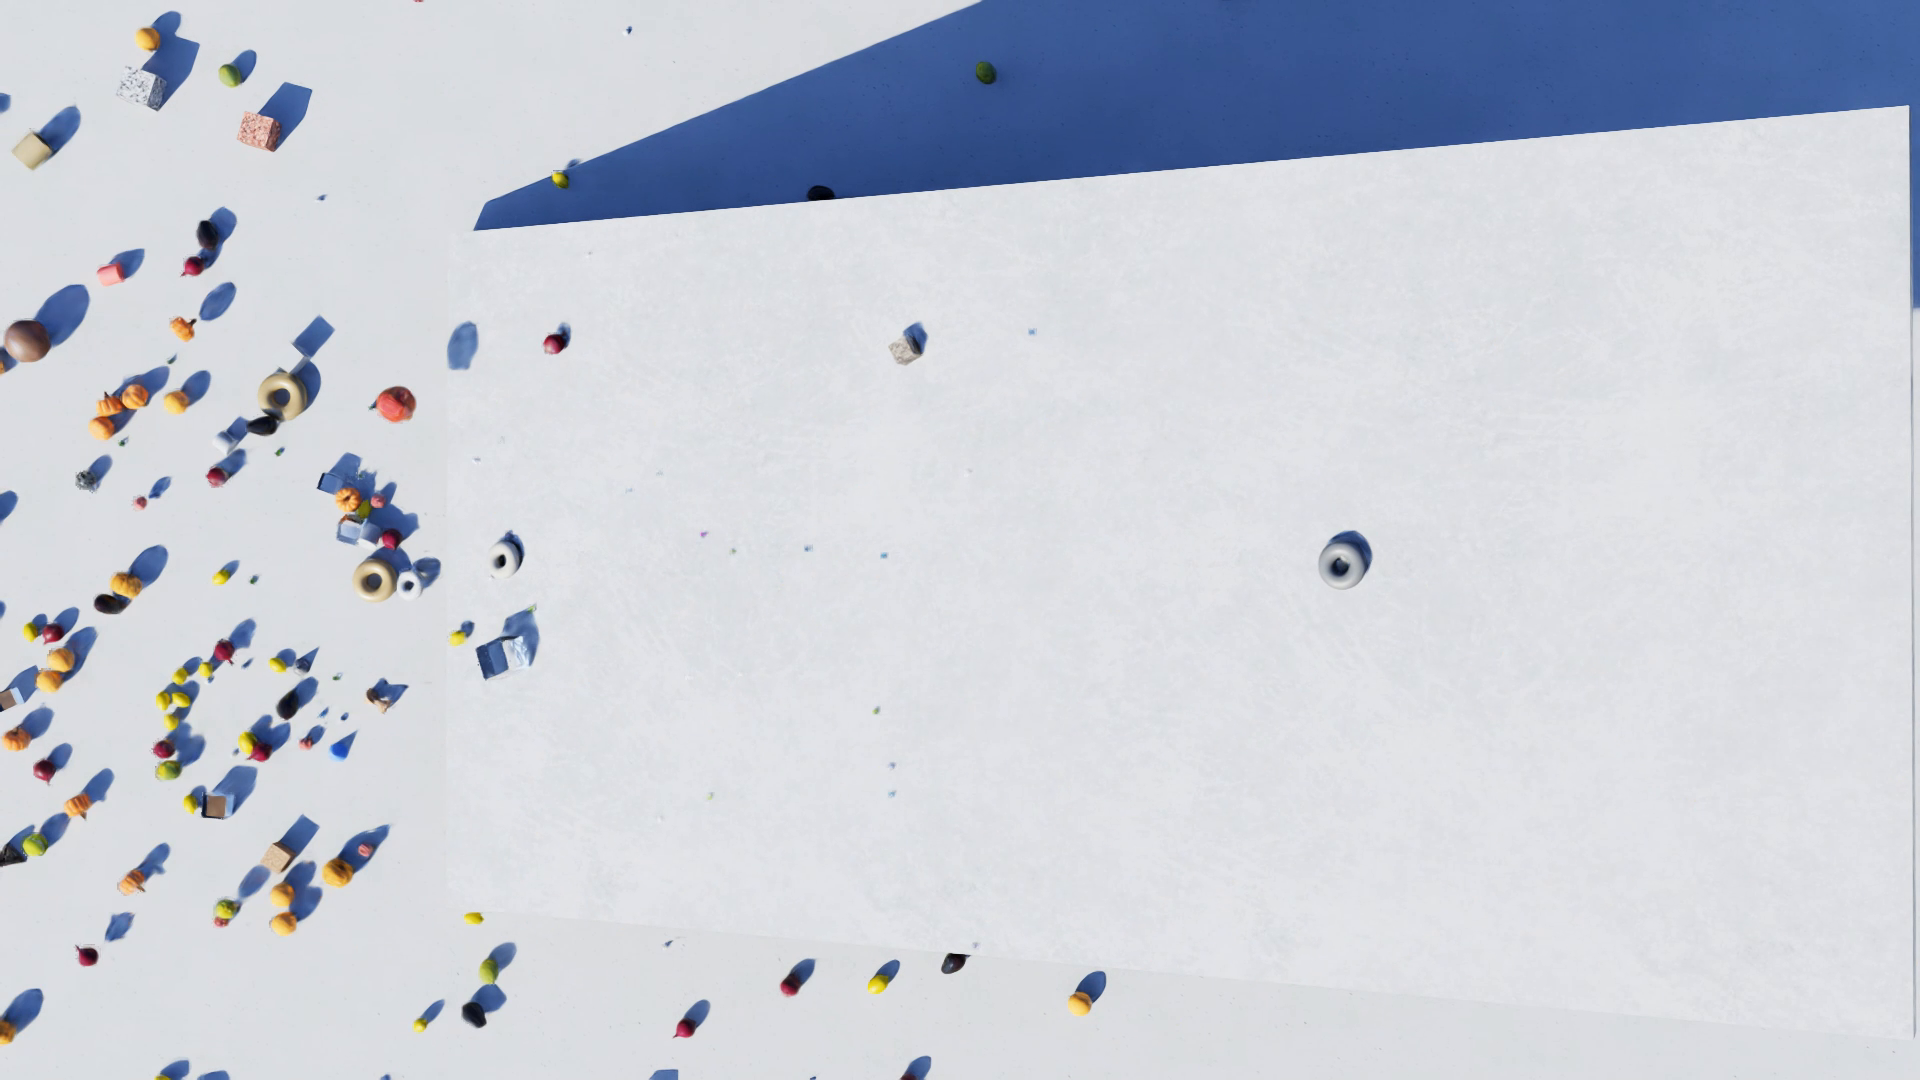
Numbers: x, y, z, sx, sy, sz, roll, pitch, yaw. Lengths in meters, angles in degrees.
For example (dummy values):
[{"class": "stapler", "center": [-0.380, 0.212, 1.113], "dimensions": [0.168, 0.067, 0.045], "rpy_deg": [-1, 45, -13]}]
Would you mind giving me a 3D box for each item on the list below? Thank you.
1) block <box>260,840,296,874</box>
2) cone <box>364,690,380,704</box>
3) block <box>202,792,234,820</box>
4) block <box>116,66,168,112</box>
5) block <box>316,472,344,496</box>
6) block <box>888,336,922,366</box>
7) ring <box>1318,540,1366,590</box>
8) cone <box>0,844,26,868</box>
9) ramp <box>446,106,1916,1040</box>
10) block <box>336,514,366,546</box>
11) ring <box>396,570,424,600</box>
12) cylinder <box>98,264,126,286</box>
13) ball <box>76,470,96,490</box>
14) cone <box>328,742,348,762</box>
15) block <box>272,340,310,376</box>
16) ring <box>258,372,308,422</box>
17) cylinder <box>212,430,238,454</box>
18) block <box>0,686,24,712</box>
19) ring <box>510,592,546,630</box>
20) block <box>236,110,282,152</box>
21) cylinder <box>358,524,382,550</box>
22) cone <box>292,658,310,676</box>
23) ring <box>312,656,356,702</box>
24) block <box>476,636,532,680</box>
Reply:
[{"class": "block", "center": [-2.039, 0.950, 6.577], "dimensions": [0.067, 0.067, 0.067], "rpy_deg": [35, 89, 0]}, {"class": "cone", "center": [-1.778, 0.481, 6.604], "dimensions": [0.051, 0.051, 0.051], "rpy_deg": [-33, 89, 29]}, {"class": "block", "center": [-2.221, 0.796, 6.578], "dimensions": [0.069, 0.069, 0.069], "rpy_deg": [6, 89, 0]}, {"class": "block", "center": [-2.451, -1.352, 6.587], "dimensions": [0.096, 0.096, 0.096], "rpy_deg": [18, 89, 0]}, {"class": "block", "center": [-1.889, -0.169, 6.596], "dimensions": [0.054, 0.054, 0.054], "rpy_deg": [20, 89, 0]}, {"class": "block", "center": [-0.144, -0.499, 5.798], "dimensions": [0.055, 0.055, 0.055], "rpy_deg": [-29, 77, 24]}, {"class": "ring", "center": [0.914, 0.060, 5.257], "dimensions": [0.120, 0.040, 0.120], "rpy_deg": [-1, 88, 28]}, {"class": "cone", "center": [-2.836, 0.957, 6.594], "dimensions": [0.075, 0.075, 0.075], "rpy_deg": [23, 89, -26]}, {"class": "ramp", "center": [0.278, 0.079, 5.662], "dimensions": [4.000, 0.100, 2.000], "rpy_deg": [0, 89, 27]}, {"class": "block", "center": [-1.822, -0.032, 6.579], "dimensions": [0.063, 0.063, 0.063], "rpy_deg": [16, 118, 0]}, {"class": "ring", "center": [-1.649, 0.134, 6.594], "dimensions": [0.093, 0.031, 0.093], "rpy_deg": [-1, 85, 18]}, {"class": "cylinder", "center": [-2.547, -0.796, 6.600], "dimensions": [0.058, 0.058, 0.058], "rpy_deg": [-13, 89, 0]}, {"class": "ball", "center": [-2.621, -0.180, 6.594], "dimensions": [0.056, 0.056, 0.056], "rpy_deg": [0, 89, 0]}, {"class": "cone", "center": [-1.870, 0.639, 6.584], "dimensions": [0.060, 0.060, 0.060], "rpy_deg": [0, 89, 0]}, {"class": "block", "center": [-2.004, -0.546, 6.591], "dimensions": [0.071, 0.071, 0.071], "rpy_deg": [43, 90, 0]}, {"class": "ring", "center": [-2.034, -0.430, 6.601], "dimensions": [0.149, 0.050, 0.149], "rpy_deg": [0, 90, -1]}, {"class": "cylinder", "center": [-2.206, -0.293, 6.598], "dimensions": [0.052, 0.052, 0.052], "rpy_deg": [36, 90, 0]}, {"class": "block", "center": [-2.850, 0.478, 6.588], "dimensions": [0.056, 0.056, 0.056], "rpy_deg": [-26, 89, 0]}, {"class": "ring", "center": [-1.248, 0.204, 6.376], "dimensions": [0.112, 0.037, 0.112], "rpy_deg": [1, 83, -4]}, {"class": "block", "center": [-2.099, -1.223, 6.590], "dimensions": [0.088, 0.088, 0.088], "rpy_deg": [16, 89, 0]}, {"class": "cylinder", "center": [-1.766, -0.011, 6.582], "dimensions": [0.057, 0.057, 0.057], "rpy_deg": [16, 61, 0]}, {"class": "cone", "center": [-1.981, 0.382, 6.590], "dimensions": [0.054, 0.054, 0.054], "rpy_deg": [0, 89, 0]}, {"class": "ring", "center": [-1.881, 0.418, 6.614], "dimensions": [0.135, 0.045, 0.135], "rpy_deg": [0, 86, -4]}, {"class": "block", "center": [-1.323, 0.342, 6.370], "dimensions": [0.098, 0.098, 0.098], "rpy_deg": [-23, 79, 25]}]
